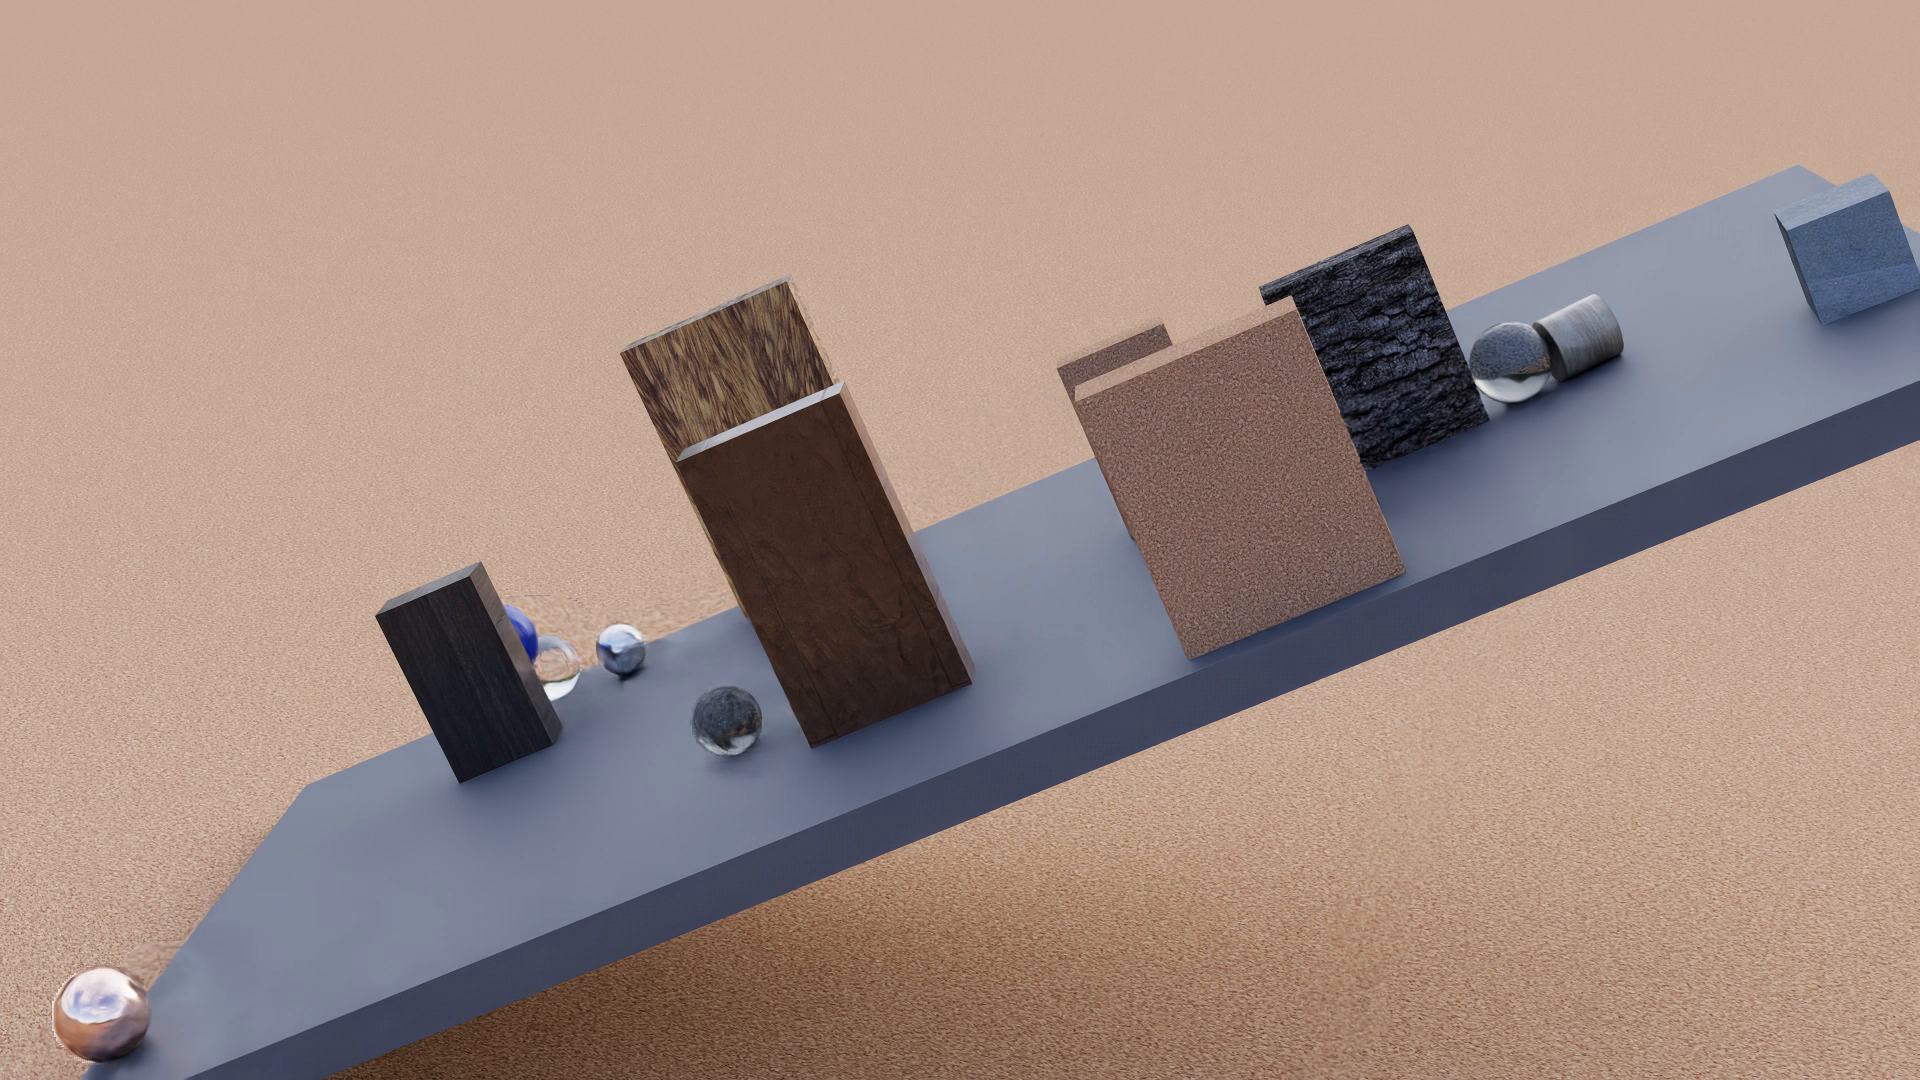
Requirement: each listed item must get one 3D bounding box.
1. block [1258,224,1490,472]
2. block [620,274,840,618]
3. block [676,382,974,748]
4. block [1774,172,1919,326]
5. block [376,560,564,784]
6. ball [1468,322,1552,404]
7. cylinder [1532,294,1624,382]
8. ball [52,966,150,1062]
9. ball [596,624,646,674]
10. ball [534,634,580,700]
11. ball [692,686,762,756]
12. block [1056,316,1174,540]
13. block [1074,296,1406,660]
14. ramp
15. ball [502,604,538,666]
[{"bbox_3d":[0.846,-0.381,6.014,0.329,0.423,0.099,-23,13,8],"label":"block"},{"bbox_3d":[-0.464,-0.223,7.114,0.439,0.718,0.105,-23,13,8],"label":"block"},{"bbox_3d":[-0.261,0.051,5.805,0.350,0.636,0.116,-23,13,8],"label":"block"},{"bbox_3d":[1.711,-0.563,5.670,0.199,0.199,0.199,-21,13,13],"label":"block"},{"bbox_3d":[-1.138,0.307,6.831,0.244,0.441,0.131,-23,13,8],"label":"block"},{"bbox_3d":[1.125,-0.363,6.009,0.168,0.168,0.168,0,15,0],"label":"ball"},{"bbox_3d":[1.266,-0.415,6.034,0.135,0.135,0.135,-26,19,-7],"label":"cylinder"},{"bbox_3d":[-1.711,0.946,5.866,0.187,0.187,0.187,0,15,0],"label":"ball"},{"bbox_3d":[-0.825,0.265,7.152,0.124,0.124,0.124,0,15,0],"label":"ball"},{"bbox_3d":[-1.014,0.313,7.217,0.162,0.162,0.162,0,15,0],"label":"ball"},{"bbox_3d":[-0.477,0.371,6.033,0.143,0.143,0.143,0,15,0],"label":"ball"},{"bbox_3d":[0.401,-0.241,6.300,0.245,0.408,0.099,-23,13,8],"label":"block"},{"bbox_3d":[0.505,-0.111,5.316,0.423,0.521,0.138,-23,13,8],"label":"block"},{"bbox_3d":[0.131,0.171,6.285,4.000,0.100,2.000,-23,13,8],"label":"ramp"},{"bbox_3d":[-1.115,0.252,7.079,0.201,0.201,0.201,0,15,0],"label":"ball"}]
